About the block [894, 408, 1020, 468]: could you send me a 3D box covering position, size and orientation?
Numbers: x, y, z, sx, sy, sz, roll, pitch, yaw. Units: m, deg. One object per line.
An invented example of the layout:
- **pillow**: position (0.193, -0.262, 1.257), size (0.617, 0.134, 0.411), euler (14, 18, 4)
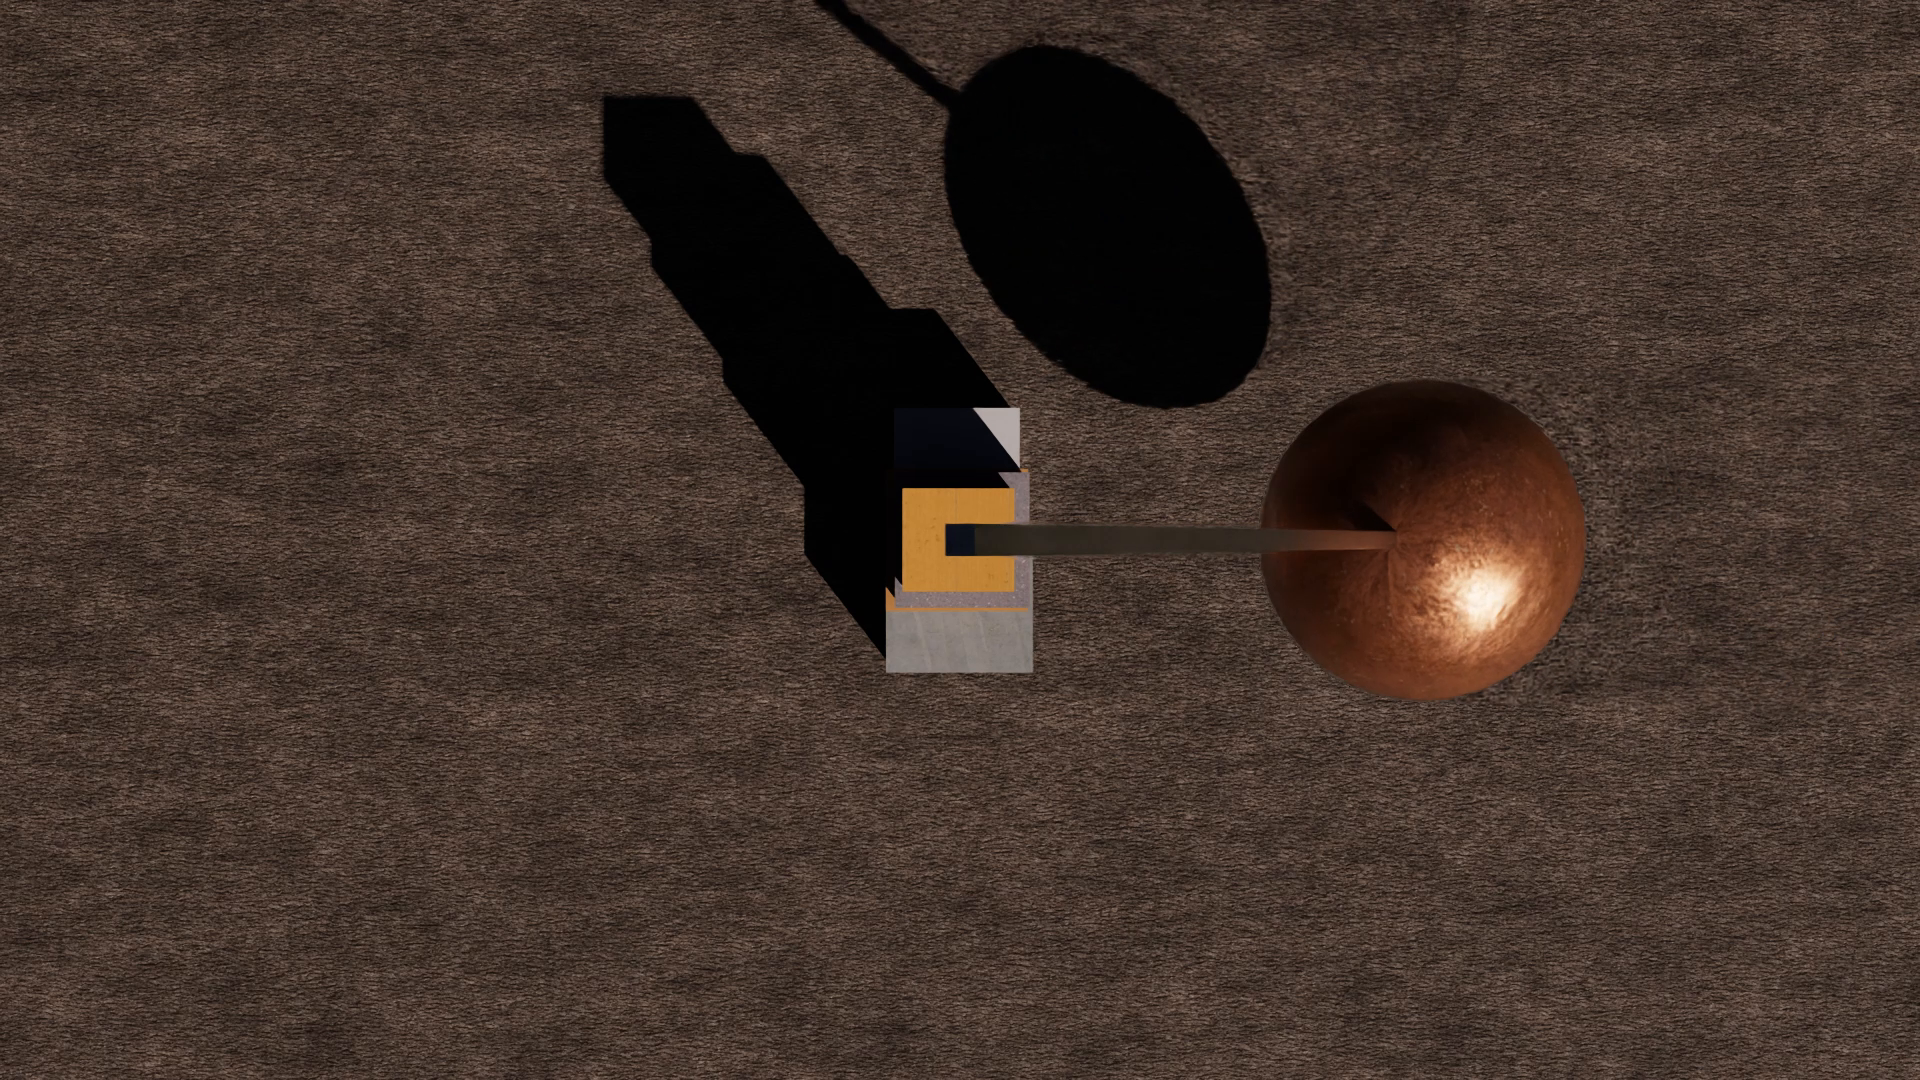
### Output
- **block**: position (-0.018, -0.399, 12.652), size (0.705, 0.695, 0.681), euler (0, 90, 0)

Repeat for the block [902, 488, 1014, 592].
- **block**: position (-0.007, 0.000, 10.603), size (0.528, 0.478, 0.486), euler (0, 90, 0)

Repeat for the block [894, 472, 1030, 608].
- **block**: position (0.011, 0.000, 11.194), size (0.664, 0.705, 0.667), euler (0, 90, 0)

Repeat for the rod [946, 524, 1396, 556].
- **rod**: position (0.994, 0.000, 7.820), size (0.080, 5.200, 0.080), euler (0, 90, 22)

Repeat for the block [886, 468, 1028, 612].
- **block**: position (-0.017, 0.000, 11.910), size (0.746, 0.728, 0.746), euler (0, 90, 0)

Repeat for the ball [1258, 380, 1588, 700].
- **ball**: position (2.295, 0.000, 10.962), size (1.600, 1.600, 1.600), euler (0, 90, 0)

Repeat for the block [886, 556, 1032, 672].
- **block**: position (-0.003, 0.346, 12.637), size (0.820, 0.726, 0.787), euler (0, 90, 0)
